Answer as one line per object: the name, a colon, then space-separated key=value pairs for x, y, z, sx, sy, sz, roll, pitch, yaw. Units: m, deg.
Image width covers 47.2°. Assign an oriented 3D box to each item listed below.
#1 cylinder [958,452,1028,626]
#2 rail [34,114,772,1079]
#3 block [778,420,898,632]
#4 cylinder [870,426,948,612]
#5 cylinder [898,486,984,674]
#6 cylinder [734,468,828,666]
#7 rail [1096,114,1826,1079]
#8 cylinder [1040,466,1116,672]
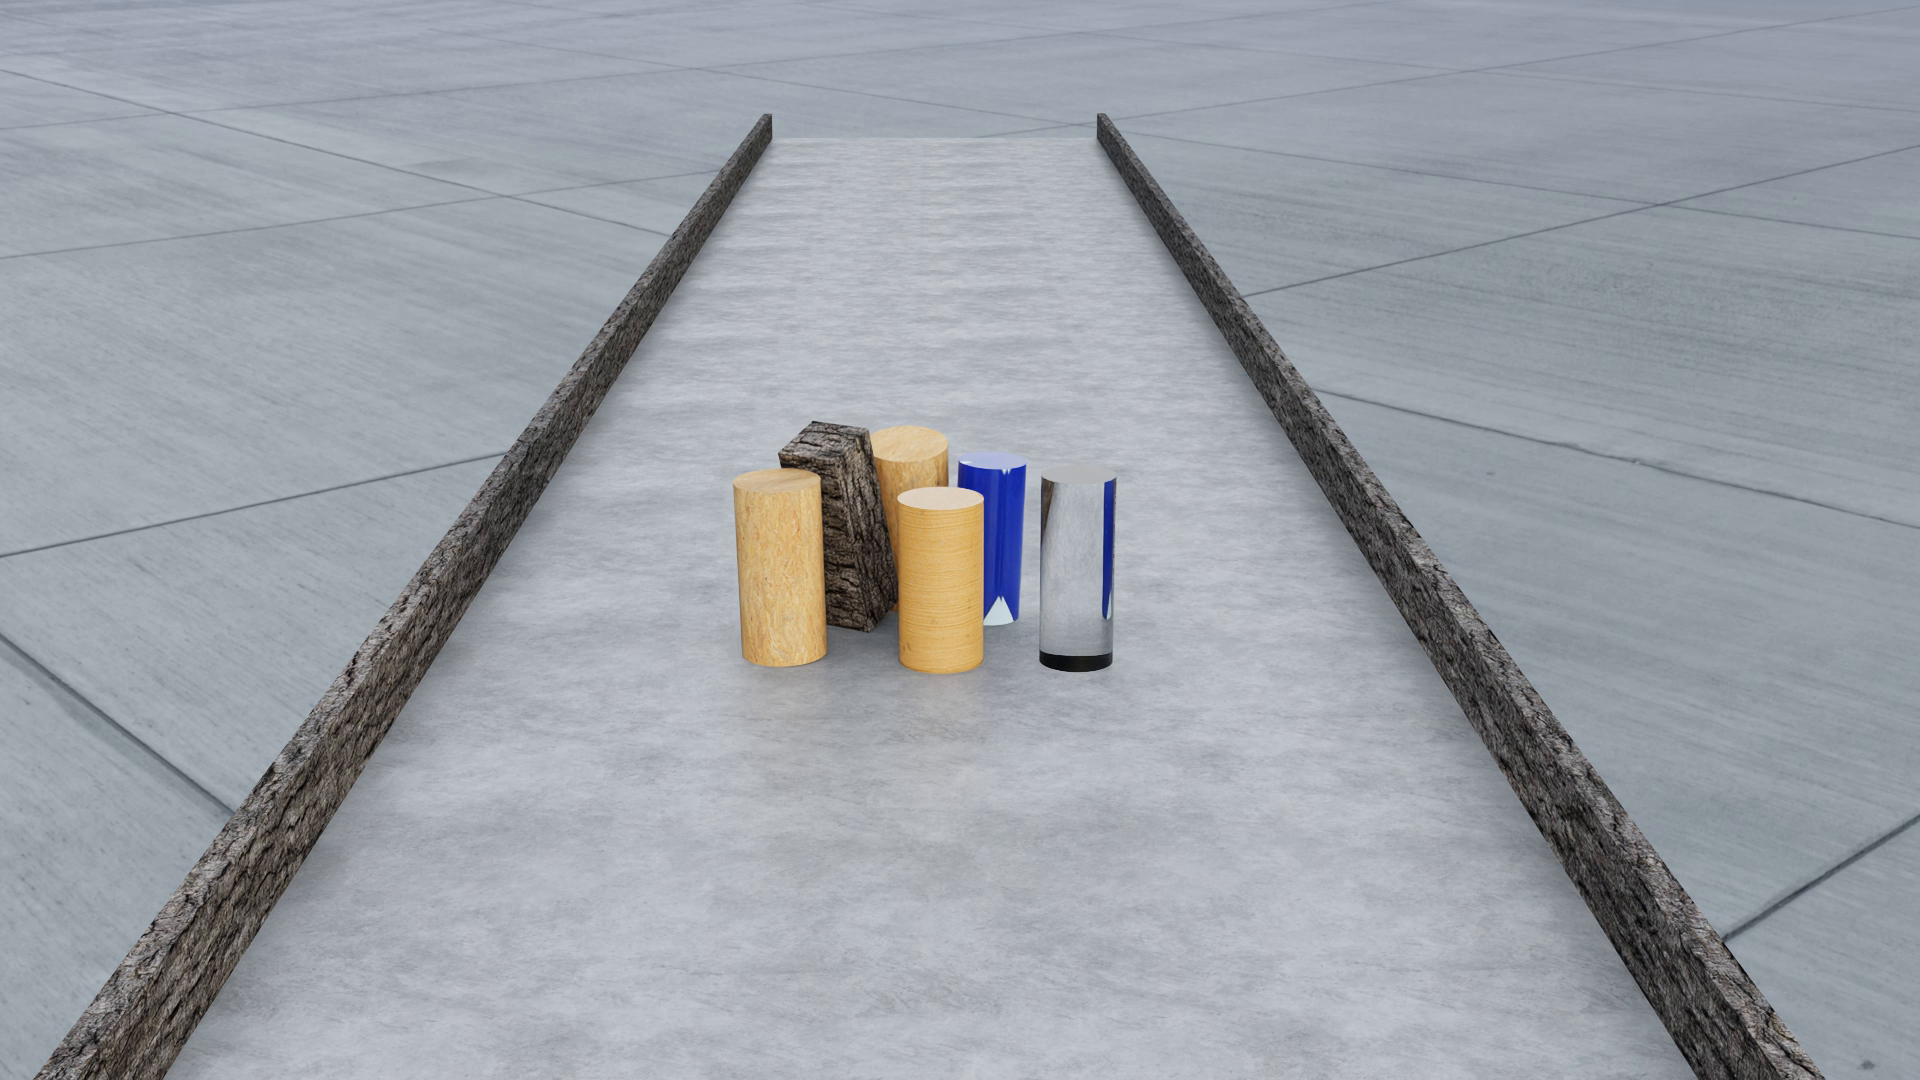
cylinder: x=0.062 y=-0.004 z=4.636 sx=0.144 sy=0.340 sz=0.144 roll=2 pitch=17 yaw=-1
rail: x=-1.118 y=-0.838 z=7.780 sx=0.050 sy=0.150 sz=12.000 roll=0 pitch=17 yaw=-1
block: x=-0.246 y=-0.026 z=4.550 sx=0.135 sy=0.414 sz=0.135 roll=9 pitch=36 yaw=28
cylinder: x=-0.111 y=-0.044 z=4.700 sx=0.176 sy=0.358 sz=0.176 roll=-1 pitch=28 yaw=0
cylinder: x=-0.038 y=0.079 z=4.372 sx=0.170 sy=0.336 sz=0.170 roll=0 pitch=17 yaw=0
cylinder: x=-0.359 y=0.054 z=4.403 sx=0.173 sy=0.361 sz=0.173 roll=-1 pitch=18 yaw=0
rail: x=0.932 y=-0.844 z=7.801 sx=0.050 sy=0.150 sz=12.000 roll=0 pitch=17 yaw=-1
cylinder: x=0.233 y=0.056 z=4.363 sx=0.148 sy=0.385 sz=0.148 roll=0 pitch=17 yaw=0
